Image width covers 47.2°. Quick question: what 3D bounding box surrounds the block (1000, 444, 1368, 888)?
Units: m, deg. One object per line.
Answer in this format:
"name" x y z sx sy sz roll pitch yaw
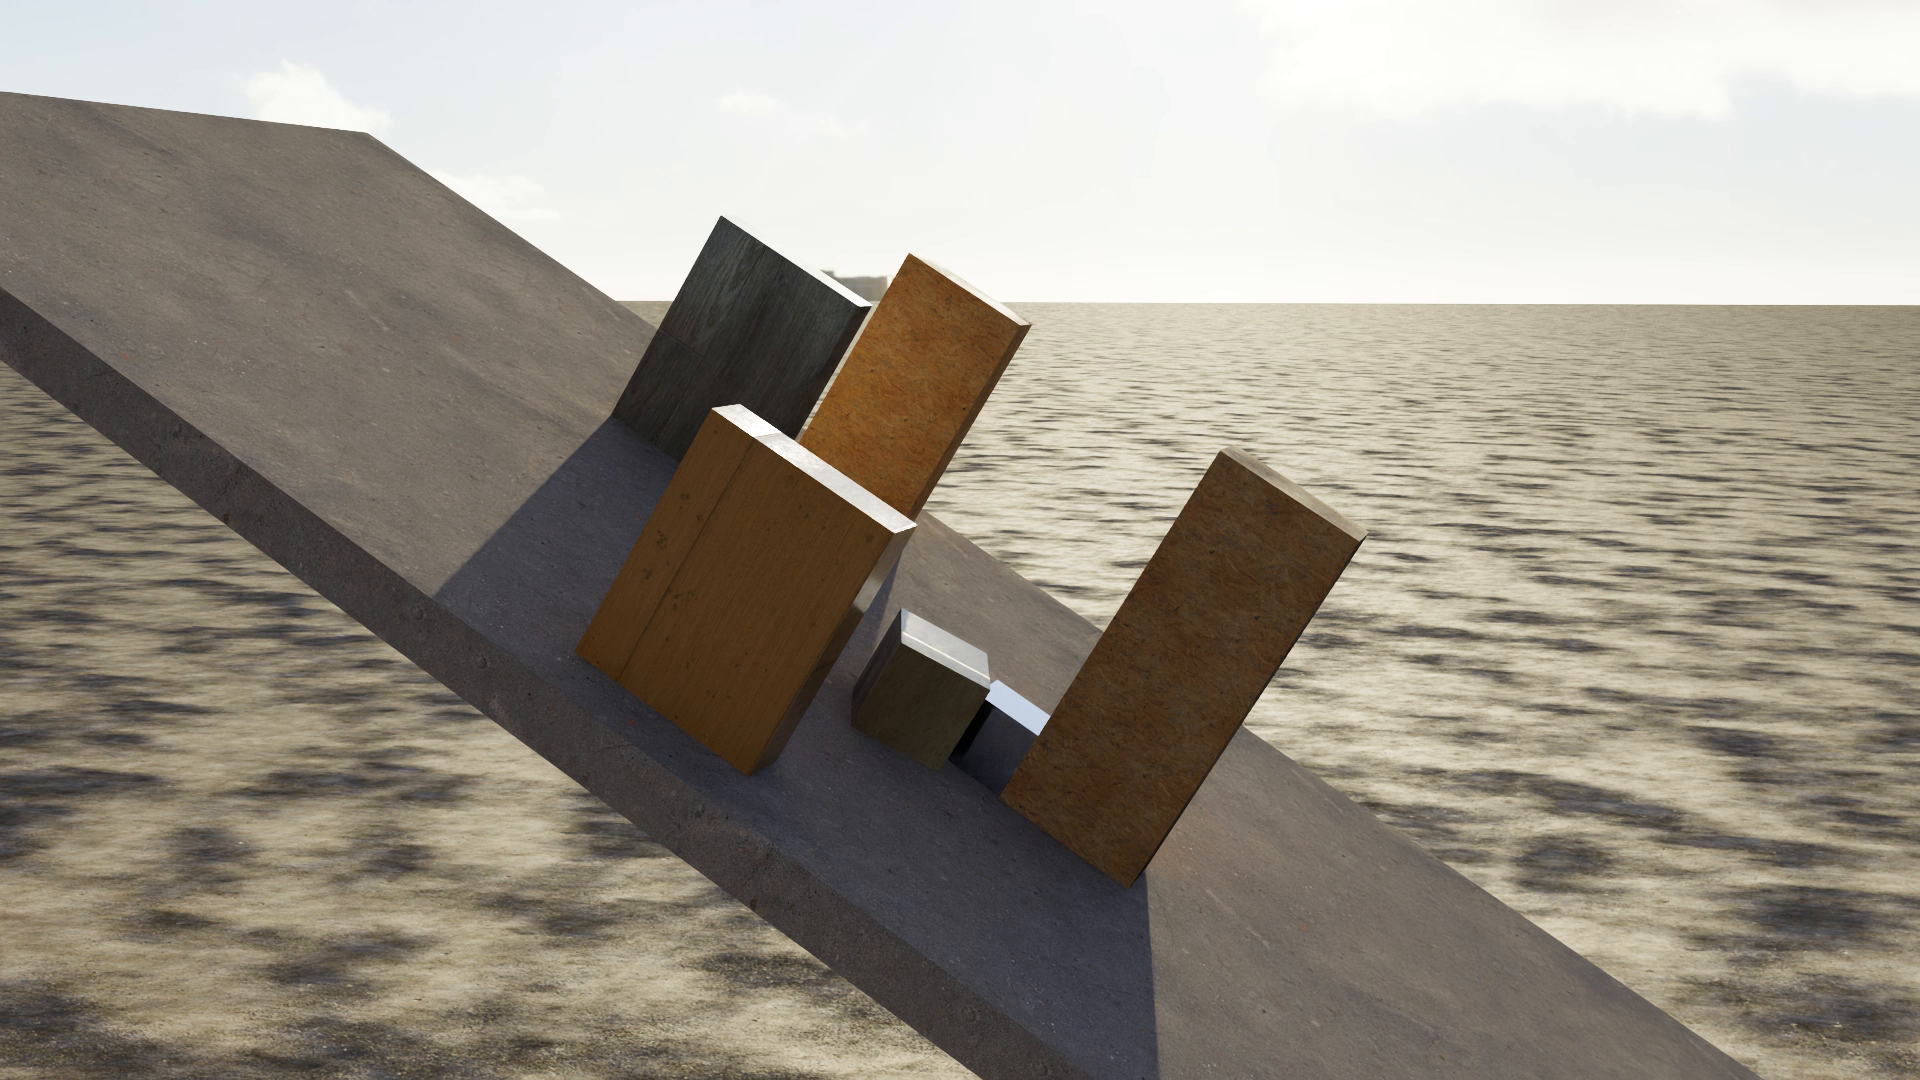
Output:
"block" 0.372 0.213 3.695 0.267 0.708 0.137 34 15 11

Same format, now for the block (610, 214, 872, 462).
"block" -0.441 -0.360 4.414 0.339 0.471 0.081 34 15 11

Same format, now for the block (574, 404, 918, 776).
"block" -0.324 0.074 3.303 0.333 0.439 0.107 34 15 11

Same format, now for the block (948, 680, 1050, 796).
"block" 0.067 0.342 3.812 0.129 0.129 0.129 34 15 11

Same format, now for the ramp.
"ramp" -0.154 0.254 4.113 4.000 0.100 2.000 34 15 11

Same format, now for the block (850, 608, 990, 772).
"block" -0.068 0.254 3.749 0.171 0.171 0.171 29 15 -10

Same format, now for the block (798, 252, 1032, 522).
"block" -0.112 -0.316 4.784 0.292 0.541 0.097 34 15 11
